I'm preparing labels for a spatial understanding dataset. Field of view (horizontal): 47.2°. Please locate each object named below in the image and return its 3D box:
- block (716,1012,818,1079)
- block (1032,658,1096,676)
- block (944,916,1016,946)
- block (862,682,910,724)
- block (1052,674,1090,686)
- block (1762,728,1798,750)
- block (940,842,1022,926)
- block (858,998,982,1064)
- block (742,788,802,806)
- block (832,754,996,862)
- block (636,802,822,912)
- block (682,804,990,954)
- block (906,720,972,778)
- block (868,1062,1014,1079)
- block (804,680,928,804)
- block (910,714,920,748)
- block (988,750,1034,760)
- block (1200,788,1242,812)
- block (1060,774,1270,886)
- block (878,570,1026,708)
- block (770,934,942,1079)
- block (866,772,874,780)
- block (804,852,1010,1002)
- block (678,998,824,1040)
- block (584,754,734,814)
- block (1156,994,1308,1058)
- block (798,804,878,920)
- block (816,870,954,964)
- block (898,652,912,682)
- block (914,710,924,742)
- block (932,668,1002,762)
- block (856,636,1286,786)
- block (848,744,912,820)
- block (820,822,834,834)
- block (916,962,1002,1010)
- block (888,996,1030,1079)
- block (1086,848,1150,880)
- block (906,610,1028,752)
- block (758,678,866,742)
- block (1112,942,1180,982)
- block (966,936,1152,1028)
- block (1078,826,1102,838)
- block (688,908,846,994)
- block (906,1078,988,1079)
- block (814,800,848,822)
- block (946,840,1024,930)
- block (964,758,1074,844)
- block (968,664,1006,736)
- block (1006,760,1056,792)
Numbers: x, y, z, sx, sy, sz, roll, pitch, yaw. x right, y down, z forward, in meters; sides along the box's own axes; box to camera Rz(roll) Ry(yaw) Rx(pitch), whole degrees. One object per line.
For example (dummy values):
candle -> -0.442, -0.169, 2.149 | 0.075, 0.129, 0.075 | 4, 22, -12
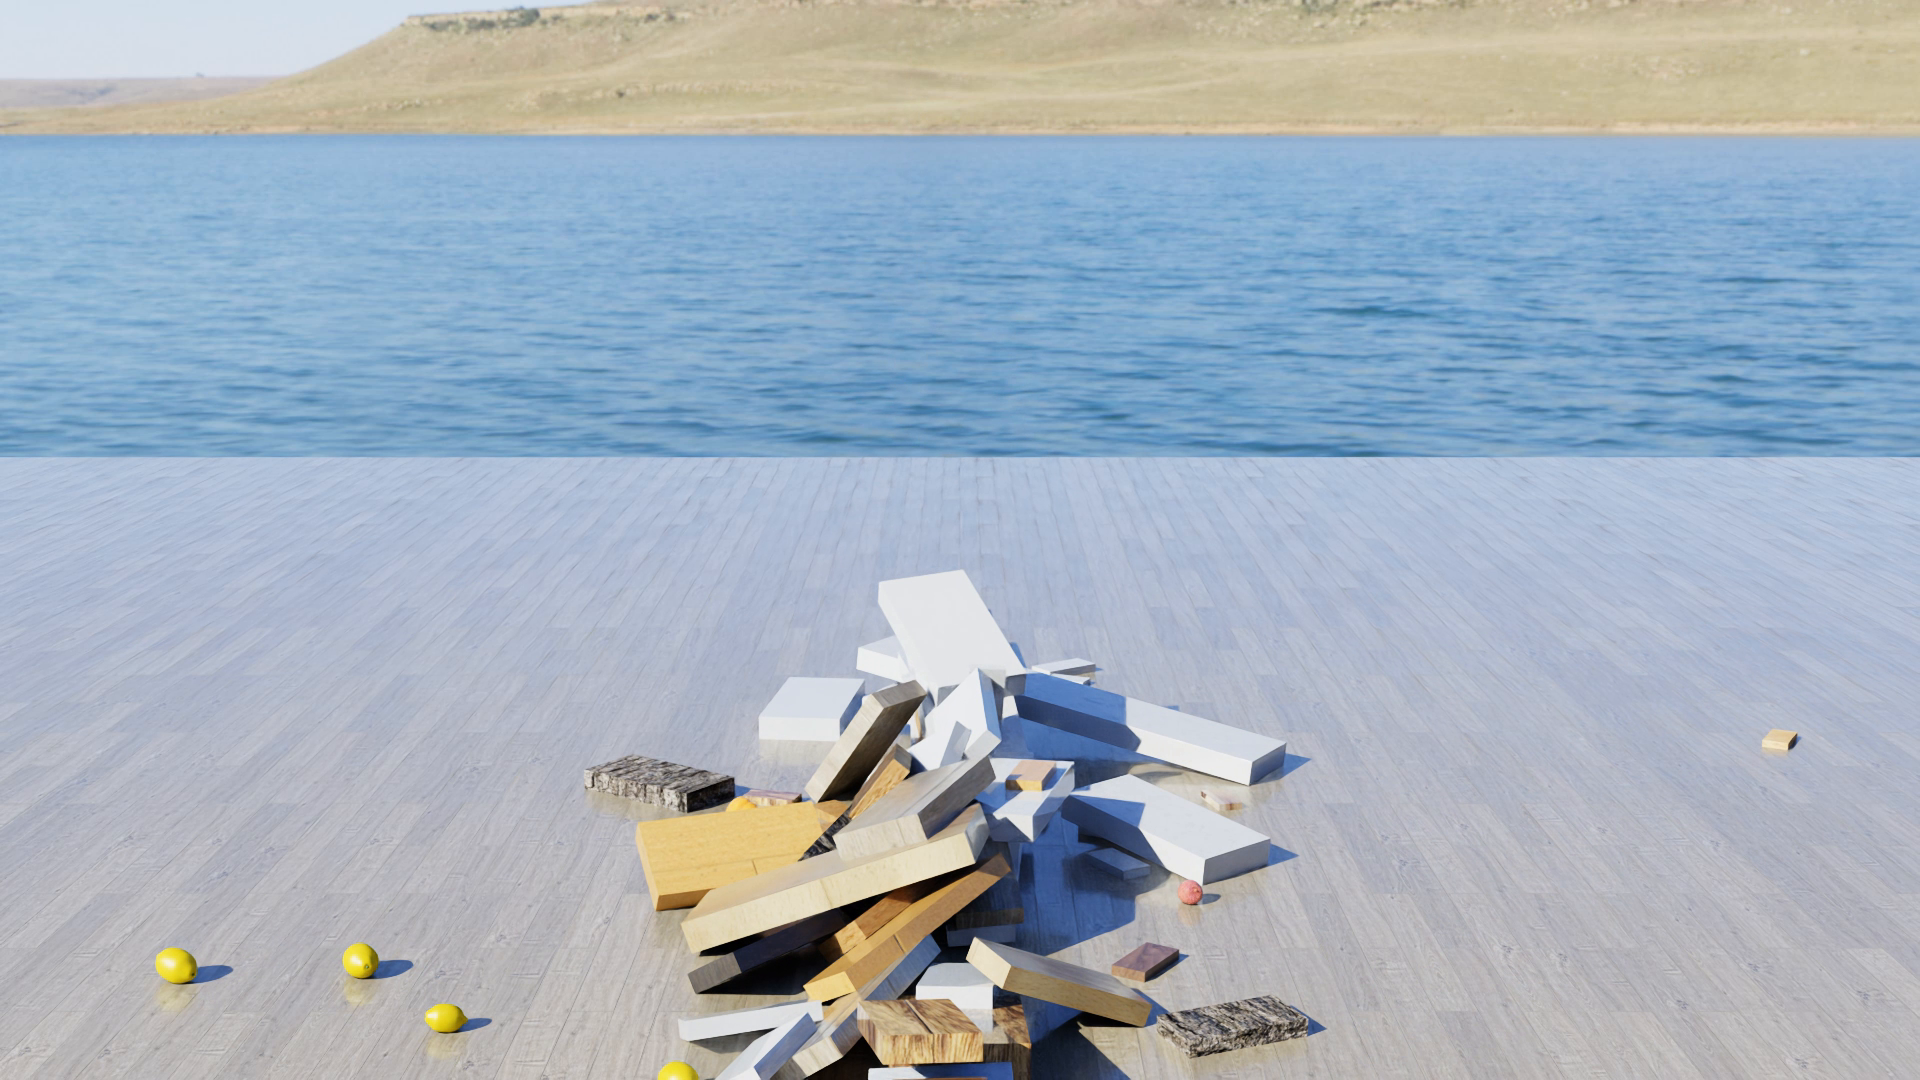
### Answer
block -> -0.266, 0.692, 2.916 | 0.094, 0.027, 0.189 | -32, -1, 21
block -> 0.244, 0.303, 5.164 | 0.136, 0.019, 0.068 | -7, 13, -35
block -> 0.024, 0.564, 3.487 | 0.104, 0.030, 0.209 | -4, 27, -4
block -> -0.065, 0.332, 4.699 | 0.154, 0.044, 0.308 | 5, 12, 27
block -> 0.249, 0.324, 5.065 | 0.093, 0.013, 0.046 | 5, 12, 26
block -> 1.706, 0.415, 4.575 | 0.050, 0.014, 0.101 | 6, 12, 30
block -> 0.019, 0.527, 3.644 | 0.159, 0.045, 0.319 | 1, 27, 5
block -> -0.053, 0.613, 2.751 | 0.121, 0.034, 0.242 | 1, -2, -10
block -> -0.356, 0.490, 4.170 | 0.101, 0.014, 0.050 | 3, 11, 17
block -> -0.068, 0.424, 3.501 | 0.152, 0.043, 0.303 | -18, 5, 24
block -> -0.375, 0.526, 3.675 | 0.303, 0.043, 0.152 | -4, 46, -22
block -> -0.190, 0.525, 3.421 | 0.468, 0.050, 0.175 | -19, 5, 10
block -> -0.084, 0.416, 3.873 | 0.243, 0.034, 0.122 | -35, 24, 43
block -> -0.020, 0.713, 2.574 | 0.178, 0.050, 0.356 | -3, 10, -1
block -> -0.178, 0.380, 4.154 | 0.038, 0.268, 0.134 | 47, 33, 21
block -> -0.025, 0.389, 4.300 | 0.144, 0.041, 0.289 | 2, 24, -2
block -> 0.034, 0.480, 3.833 | 0.159, 0.045, 0.319 | 2, 31, 7
block -> 0.495, 0.492, 4.162 | 0.046, 0.013, 0.093 | -3, 11, -15
block -> 0.360, 0.507, 3.876 | 0.171, 0.048, 0.341 | -9, 21, -41
block -> -0.019, 0.188, 4.284 | 0.178, 0.050, 0.356 | -8, 36, -19
block -> -0.143, 0.655, 3.072 | 0.114, 0.032, 0.396 | -33, -1, 21
block -> -0.133, 0.461, 4.330 | 0.093, 0.013, 0.046 | -10, 14, -42
block -> -0.075, 0.576, 3.276 | 0.351, 0.032, 0.113 | -31, 1, -42
block -> -0.292, 0.668, 3.064 | 0.189, 0.027, 0.094 | -6, -9, -14
block -> -0.578, 0.467, 4.228 | 0.268, 0.038, 0.134 | 8, 13, 35
block -> 0.383, 0.683, 3.093 | 0.189, 0.027, 0.095 | -5, 11, -23
block -> -0.177, 0.535, 3.664 | 0.134, 0.038, 0.268 | 38, 17, 5
block -> -0.111, 0.568, 3.401 | 0.226, 0.032, 0.113 | -30, -8, -45
block -> -0.037, 0.274, 4.434 | 0.144, 0.041, 0.289 | -1, 9, -8
block -> 0.003, 0.391, 4.198 | 0.144, 0.041, 0.289 | -1, 24, -8
block -> 0.011, 0.332, 3.923 | 0.034, 0.121, 0.243 | 40, 15, -18
block -> 0.216, 0.341, 4.561 | 0.925, 0.048, 0.171 | 14, 16, 29
block -> -0.135, 0.419, 3.766 | 0.034, 0.121, 0.243 | 38, 0, -1
block -> -0.345, 0.546, 3.787 | 0.325, 0.043, 0.152 | -4, 11, -21
block -> 0.002, 0.629, 3.106 | 0.104, 0.030, 0.209 | 0, -2, 5
block -> -0.002, 0.662, 2.930 | 0.178, 0.050, 0.356 | 0, -2, -1
block -> 0.272, 0.558, 3.795 | 0.056, 0.016, 0.113 | -6, 12, -31
block -> 0.010, 0.311, 4.194 | 0.178, 0.050, 0.539 | -1, 34, -9
block -> -0.316, 0.363, 4.756 | 0.171, 0.048, 0.341 | 1, 11, 6
block -> 0.282, 0.642, 3.346 | 0.056, 0.016, 0.112 | 7, 12, 32
block -> 0.141, 0.628, 3.122 | 0.242, 0.034, 0.121 | 21, 1, -26
block -> 0.267, 0.518, 4.014 | 0.057, 0.016, 0.113 | 6, 12, 30
block -> -0.288, 0.614, 3.295 | 0.113, 0.032, 0.226 | -31, -11, 39
block -> -0.029, 0.681, 2.522 | 0.114, 0.032, 0.228 | -2, 10, 3
block -> -0.225, 0.507, 4.072 | 0.057, 0.016, 0.113 | -7, 13, -34
block -> 0.034, 0.535, 3.478 | 0.104, 0.030, 0.209 | -5, 28, -5
block -> 0.079, 0.431, 3.665 | 0.159, 0.045, 0.319 | 1, 10, 15
block -> 0.046, 0.295, 4.052 | 0.068, 0.136, 0.019 | 2, 22, -4
block -> 0.120, 0.394, 3.685 | 0.061, 0.017, 0.122 | 1, 10, 14
